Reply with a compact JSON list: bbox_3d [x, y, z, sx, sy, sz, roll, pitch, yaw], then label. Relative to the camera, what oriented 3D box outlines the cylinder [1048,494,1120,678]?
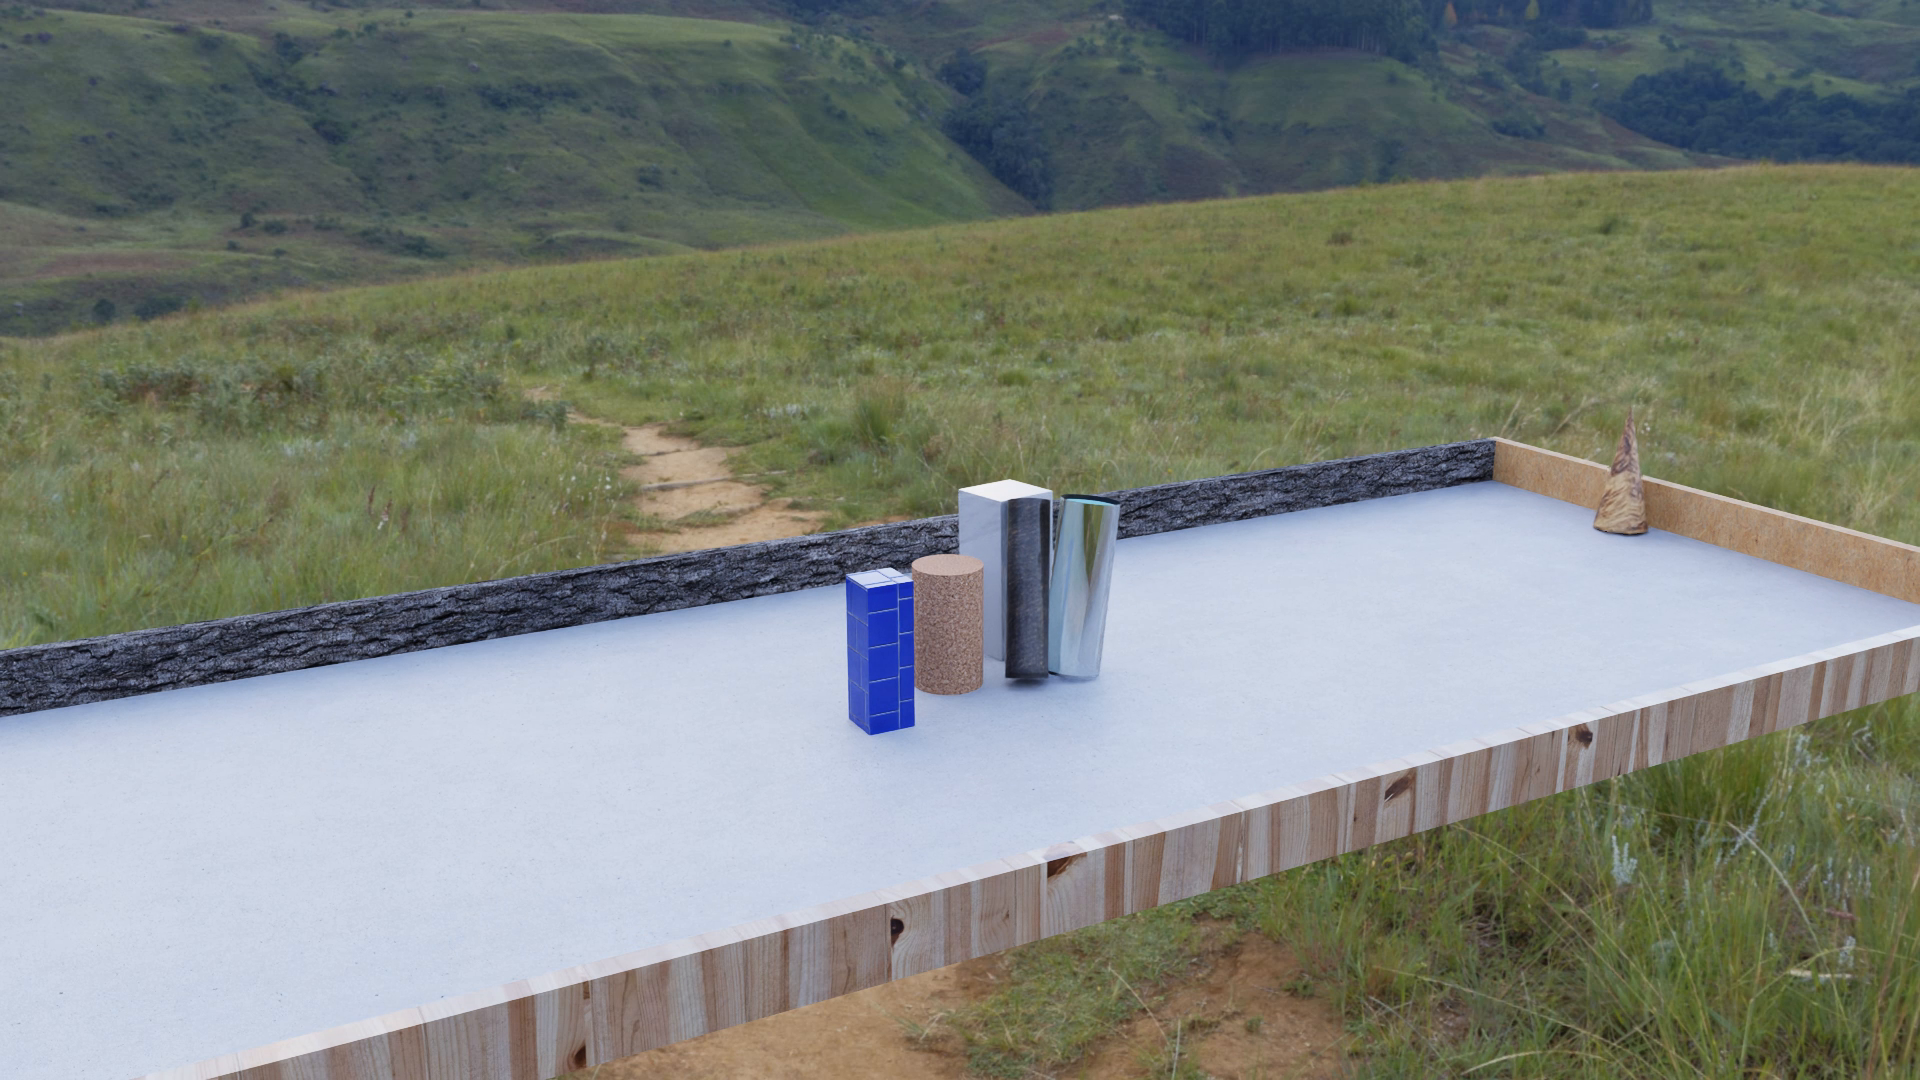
[{"bbox_3d":[0.302,0.115,4.147,0.151,0.442,0.151,6,10,-1],"label":"cylinder"}]

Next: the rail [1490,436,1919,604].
[{"bbox_3d":[2.466,-0.048,5.253,0.050,0.150,2.100,-9,18,-27],"label":"rail"}]

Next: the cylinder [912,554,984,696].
[{"bbox_3d":[-0.031,0.209,4.097,0.177,0.309,0.177,0,16,0],"label":"cylinder"}]

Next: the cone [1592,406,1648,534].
[{"bbox_3d":[2.191,-0.242,5.427,0.173,0.417,0.173,-1,14,0],"label":"cone"}]

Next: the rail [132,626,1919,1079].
[{"bbox_3d":[-2.336,1.006,1.665,12.000,0.150,0.050,-9,18,-27],"label":"rail"}]

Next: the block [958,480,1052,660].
[{"bbox_3d":[0.121,0.075,4.339,0.174,0.425,0.174,-12,19,-36],"label":"block"}]

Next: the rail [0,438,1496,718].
[{"bbox_3d":[-3.305,0.497,3.399,12.000,0.150,0.050,-9,18,-27],"label":"rail"}]

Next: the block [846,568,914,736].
[{"bbox_3d":[-0.185,0.258,3.841,0.117,0.358,0.117,-9,18,-27],"label":"block"}]

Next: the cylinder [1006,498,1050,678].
[{"bbox_3d":[0.170,0.122,4.132,0.108,0.446,0.108,1,-6,0],"label":"cylinder"}]
